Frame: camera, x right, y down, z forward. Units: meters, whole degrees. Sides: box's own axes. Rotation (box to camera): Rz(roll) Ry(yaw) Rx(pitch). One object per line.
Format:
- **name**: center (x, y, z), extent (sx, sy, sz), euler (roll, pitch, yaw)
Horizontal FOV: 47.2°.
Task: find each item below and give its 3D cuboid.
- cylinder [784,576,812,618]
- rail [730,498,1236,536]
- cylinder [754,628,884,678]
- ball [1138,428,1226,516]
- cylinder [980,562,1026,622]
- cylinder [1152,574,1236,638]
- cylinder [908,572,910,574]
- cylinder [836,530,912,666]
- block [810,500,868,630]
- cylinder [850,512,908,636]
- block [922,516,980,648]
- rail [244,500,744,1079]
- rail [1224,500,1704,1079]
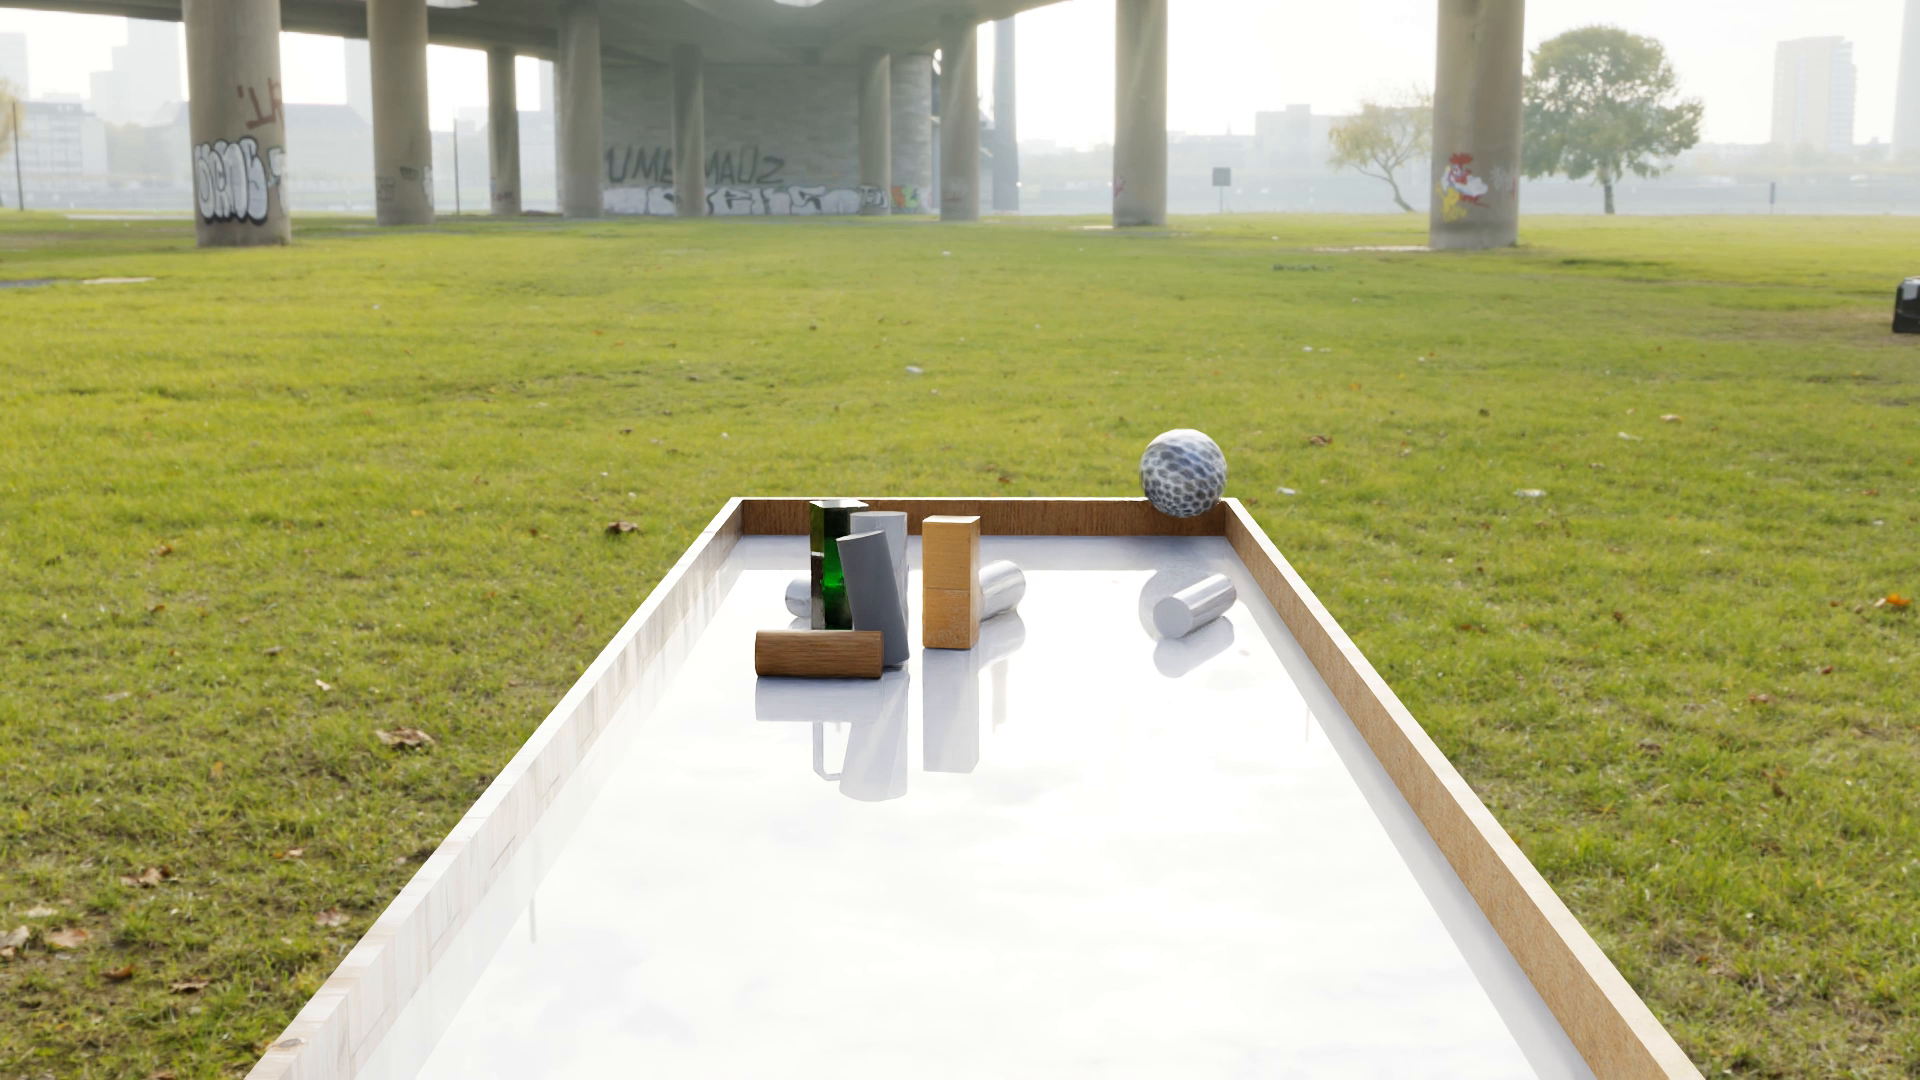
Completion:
- **cylinder**: center (-0.381, 0.212, 7.234), extent (0.137, 0.137, 0.447), euler (-9, 13, -44)
- **rail**: center (0.099, -0.098, 9.147), extent (2.100, 0.150, 0.050), euler (0, 9, 1)
- **cylinder**: center (-0.413, 0.333, 6.467), extent (0.366, 0.138, 0.138), euler (1, 9, 4)
- **ball**: center (0.906, -0.273, 8.944), extent (0.358, 0.358, 0.358), euler (0, 9, 0)
- **cylinder**: center (0.081, 0.178, 7.363), extent (0.164, 0.164, 0.354), euler (4, 10, 24)
- **cylinder**: center (0.774, 0.215, 7.225), extent (0.135, 0.135, 0.456), euler (4, 10, 25)
- **cylinder**: center (-0.311, 0.144, 7.576), extent (0.165, 0.165, 0.432), euler (2, 9, 14)
- **cylinder**: center (-0.258, 0.175, 6.584), extent (0.150, 0.390, 0.150), euler (-11, 6, 1)
- **block**: center (-0.381, 0.102, 6.963), extent (0.147, 0.439, 0.147), euler (-3, 10, -21)
- **cylinder**: center (-0.246, 0.135, 6.742), extent (0.174, 0.433, 0.174), euler (-1, 6, 0)
- **block**: center (-0.028, 0.130, 6.909), extent (0.154, 0.396, 0.154), euler (2, 7, 11)
- **rail**: center (-1.004, 0.839, 3.234), extent (0.050, 0.150, 12.000), euler (0, 9, 1)
- **rail**: center (1.046, 0.843, 3.208), extent (0.050, 0.150, 12.000), euler (0, 9, 1)
